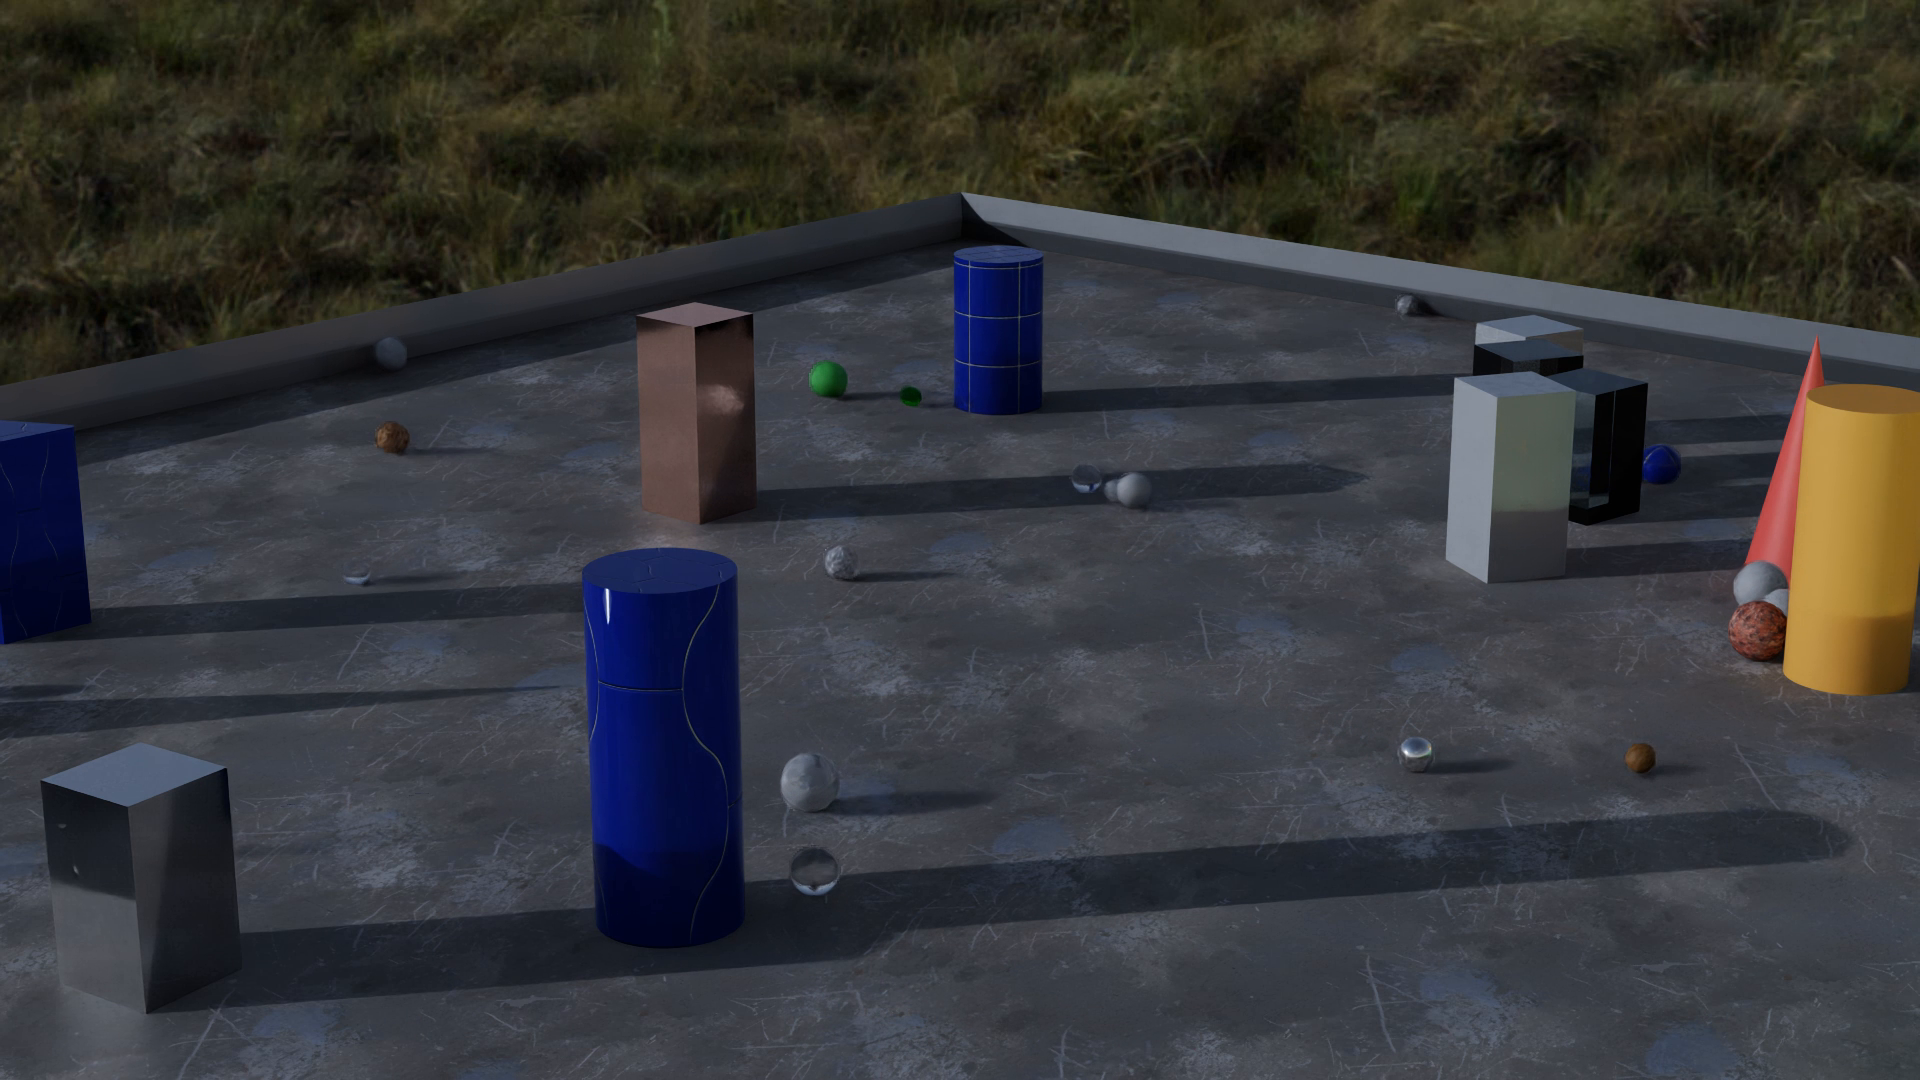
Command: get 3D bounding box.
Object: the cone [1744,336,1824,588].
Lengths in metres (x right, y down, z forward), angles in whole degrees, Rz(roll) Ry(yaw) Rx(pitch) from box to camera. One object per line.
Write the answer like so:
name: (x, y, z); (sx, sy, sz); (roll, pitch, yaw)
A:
cone: (1.473, -0.135, 5.102); (0.195, 0.459, 0.195); (0, 17, 0)

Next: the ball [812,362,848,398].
ball: (-0.288, -0.354, 6.482); (0.080, 0.080, 0.080); (0, 17, 0)

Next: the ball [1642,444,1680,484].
ball: (1.384, -0.149, 5.803); (0.081, 0.081, 0.081); (0, 17, 0)

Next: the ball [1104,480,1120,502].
ball: (0.301, -0.095, 5.689); (0.043, 0.043, 0.043); (0, 17, 0)

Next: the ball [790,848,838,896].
ball: (-0.192, 0.440, 3.880); (0.063, 0.063, 0.063); (0, 17, 0)

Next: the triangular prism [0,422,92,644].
triangular prism: (-1.587, -0.023, 4.929); (0.146, 0.343, 0.168); (16, 23, 42)

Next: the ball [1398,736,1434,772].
ball: (0.670, 0.315, 4.313); (0.052, 0.052, 0.052); (0, 17, 0)

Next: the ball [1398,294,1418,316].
ball: (1.113, -0.583, 7.289); (0.053, 0.053, 0.053); (0, 17, 0)

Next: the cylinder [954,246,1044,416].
cylinder: (0.084, -0.457, 6.384); (0.195, 0.335, 0.195); (0, 17, 0)

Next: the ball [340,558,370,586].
ball: (-1.068, 0.056, 5.177); (0.050, 0.050, 0.050); (0, 17, 0)

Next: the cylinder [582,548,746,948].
cylinder: (-0.377, 0.264, 3.751); (0.195, 0.474, 0.195); (0, 17, 0)

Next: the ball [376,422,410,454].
ball: (-1.166, -0.209, 6.029); (0.065, 0.065, 0.065); (0, 17, 0)

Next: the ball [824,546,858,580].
ball: (-0.211, 0.040, 5.211); (0.060, 0.060, 0.060); (0, 17, 0)

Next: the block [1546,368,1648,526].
block: (1.195, -0.180, 5.604); (0.156, 0.254, 0.156); (-13, 21, -37)

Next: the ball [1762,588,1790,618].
ball: (1.378, 0.123, 4.894); (0.084, 0.084, 0.084); (0, 17, 0)

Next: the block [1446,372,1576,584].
block: (0.982, -0.113, 5.236); (0.156, 0.339, 0.156); (-6, 18, -18)

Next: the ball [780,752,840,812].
ball: (-0.213, 0.344, 4.161); (0.085, 0.085, 0.085); (0, 17, 0)

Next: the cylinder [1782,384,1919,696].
cylinder: (1.427, -0.002, 4.660); (0.195, 0.458, 0.195); (0, 17, 0)

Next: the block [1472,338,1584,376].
block: (1.122, -0.250, 5.824); (0.156, 0.261, 0.156); (-6, 18, -19)

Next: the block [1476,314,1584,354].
block: (1.181, -0.327, 6.111); (0.156, 0.243, 0.156); (-9, 19, -28)

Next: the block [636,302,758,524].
block: (-0.501, -0.243, 5.591); (0.156, 0.382, 0.156); (14, 22, 38)

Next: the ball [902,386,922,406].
ball: (-0.107, -0.314, 6.410); (0.044, 0.044, 0.044); (0, 17, 0)

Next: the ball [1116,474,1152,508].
ball: (0.335, -0.094, 5.645); (0.067, 0.067, 0.067); (0, 17, 0)

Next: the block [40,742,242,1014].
block: (-1.006, 0.413, 3.610); (0.156, 0.269, 0.156); (11, 20, 32)

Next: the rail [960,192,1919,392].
rail: (1.614, -0.505, 6.900); (4.311, 0.126, 0.045); (14, 22, 39)

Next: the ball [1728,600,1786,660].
ball: (1.304, 0.148, 4.788); (0.097, 0.097, 0.097); (0, 17, 0)

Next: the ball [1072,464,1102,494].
ball: (0.248, -0.120, 5.744); (0.059, 0.059, 0.059); (0, 17, 0)

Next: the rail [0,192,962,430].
rail: (-1.610, -0.372, 6.458); (0.045, 0.126, 4.971); (14, 22, 39)

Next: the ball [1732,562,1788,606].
ball: (1.370, 0.083, 5.015); (0.092, 0.092, 0.092); (0, 17, 0)

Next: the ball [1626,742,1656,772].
ball: (1.001, 0.320, 4.310); (0.044, 0.044, 0.044); (0, 17, 0)

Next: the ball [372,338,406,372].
ball: (-1.308, -0.424, 6.717); (0.078, 0.078, 0.078); (0, 17, 0)
